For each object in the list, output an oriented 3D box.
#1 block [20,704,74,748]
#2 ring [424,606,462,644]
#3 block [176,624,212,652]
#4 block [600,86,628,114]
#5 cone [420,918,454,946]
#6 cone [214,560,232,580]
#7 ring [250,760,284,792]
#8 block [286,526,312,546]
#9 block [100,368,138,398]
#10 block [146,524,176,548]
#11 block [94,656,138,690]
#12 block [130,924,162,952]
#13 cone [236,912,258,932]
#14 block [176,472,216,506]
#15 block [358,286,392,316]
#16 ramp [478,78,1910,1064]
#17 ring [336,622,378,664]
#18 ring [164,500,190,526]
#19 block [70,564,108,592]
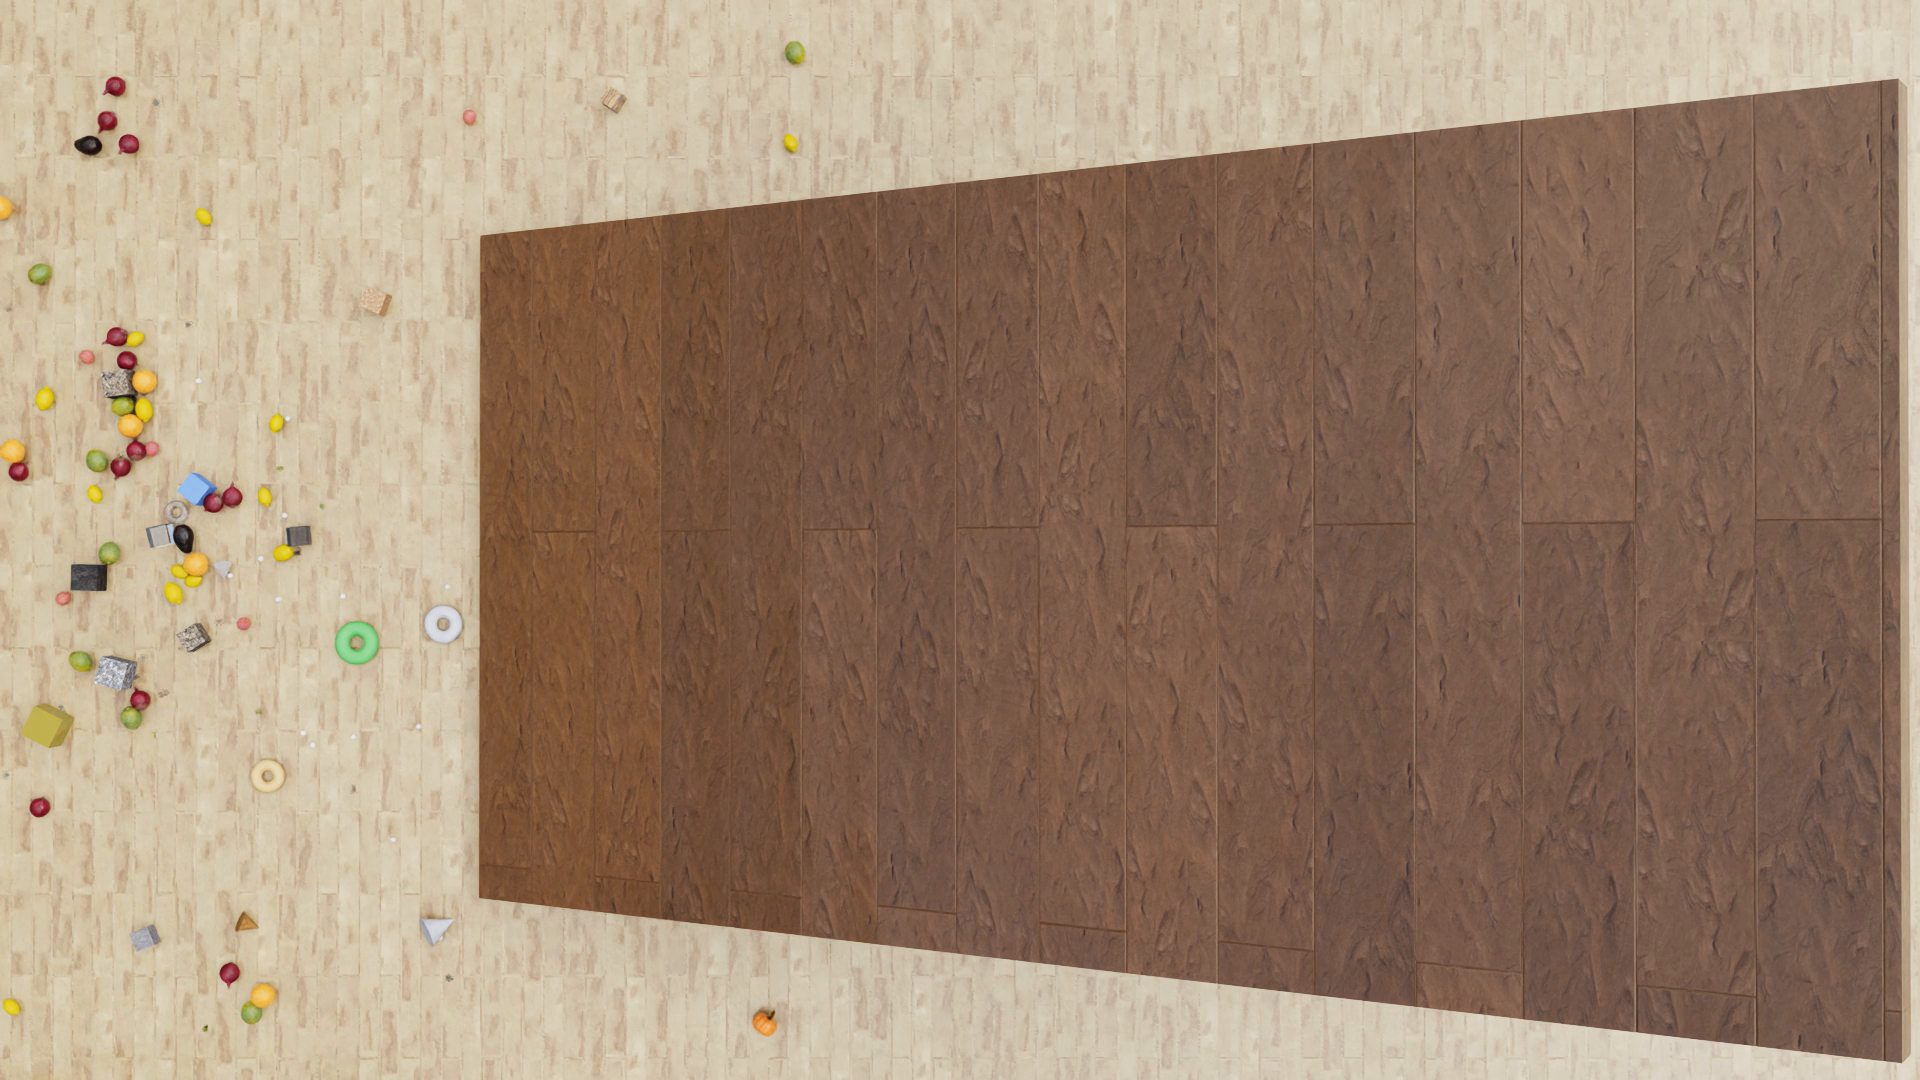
[{"bbox_3d":[-2.766,0.564,6.669,0.096,0.096,0.096,27,90,0],"label":"block"},{"bbox_3d":[-1.574,0.256,6.700,0.117,0.039,0.117,0,91,1],"label":"ring"},{"bbox_3d":[-2.329,0.297,6.687,0.064,0.064,0.064,-33,90,0],"label":"block"},{"bbox_3d":[-1.056,-1.342,6.705,0.055,0.055,0.055,32,90,0],"label":"block"},{"bbox_3d":[-1.580,1.174,6.690,0.094,0.094,0.094,-24,89,-27],"label":"cone"},{"bbox_3d":[-2.247,0.099,6.708,0.054,0.054,0.054,2,116,0],"label":"cone"},{"bbox_3d":[-2.109,0.719,6.698,0.103,0.034,0.103,0,91,0],"label":"ring"},{"bbox_3d":[-2.011,-0.012,6.693,0.057,0.057,0.057,-6,90,0],"label":"block"},{"bbox_3d":[-2.556,-0.474,6.687,0.076,0.076,0.076,-8,90,0],"label":"block"},{"bbox_3d":[-2.430,-0.013,6.691,0.061,0.061,0.061,-14,90,0],"label":"block"},{"bbox_3d":[-2.562,0.403,6.676,0.083,0.083,0.083,15,90,0],"label":"block"},{"bbox_3d":[-2.475,1.210,6.681,0.059,0.059,0.059,-22,90,0],"label":"block"},{"bbox_3d":[-2.163,1.172,6.697,0.062,0.062,0.062,26,90,-26],"label":"cone"},{"bbox_3d":[-2.320,-0.154,6.687,0.071,0.071,0.071,38,90,0],"label":"block"},{"bbox_3d":[-1.779,-0.726,6.694,0.067,0.067,0.067,21,90,0],"label":"block"},{"bbox_3d":[0.257,0.071,5.593,4.000,0.100,2.000,0,89,33],"label":"ramp"},{"bbox_3d":[-1.837,0.314,6.697,0.133,0.044,0.133,0,88,0],"label":"ring"},{"bbox_3d":[-2.390,-0.083,6.709,0.077,0.026,0.077,0,88,-1],"label":"ring"},{"bbox_3d":[-2.646,0.114,6.681,0.079,0.079,0.079,1,90,0],"label":"block"}]
